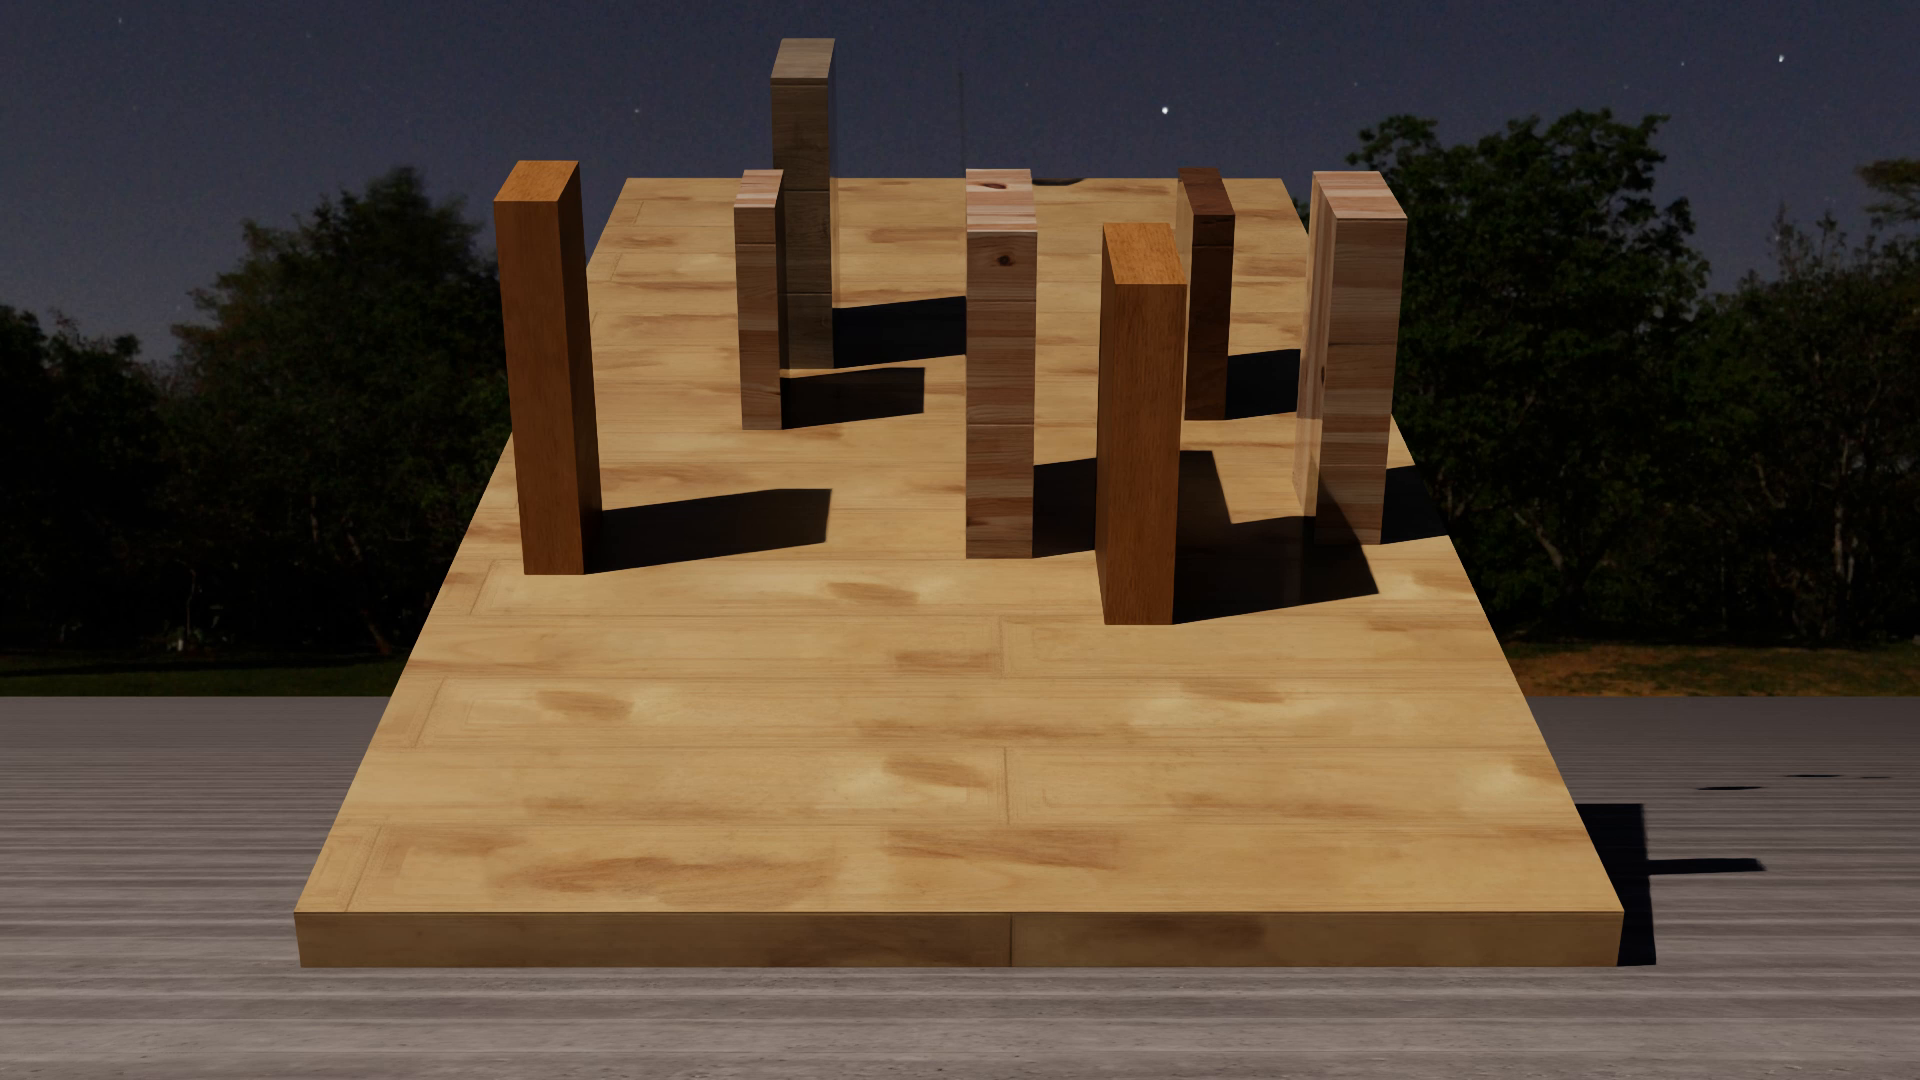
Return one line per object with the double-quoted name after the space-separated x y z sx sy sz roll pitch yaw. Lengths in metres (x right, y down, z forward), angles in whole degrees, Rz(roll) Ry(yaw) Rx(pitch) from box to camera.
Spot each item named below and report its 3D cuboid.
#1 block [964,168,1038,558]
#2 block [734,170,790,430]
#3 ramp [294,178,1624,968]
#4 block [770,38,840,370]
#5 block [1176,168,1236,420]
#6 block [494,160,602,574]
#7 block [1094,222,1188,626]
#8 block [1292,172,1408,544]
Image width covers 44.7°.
0.078 -0.359 4.702 0.131 0.675 0.430 0 25 0 "block"
-0.447 -0.547 5.297 0.089 0.518 0.301 0 25 0 "block"
-0.009 -0.229 5.348 2.000 0.100 4.000 0 25 0 "ramp"
-0.369 -0.818 5.662 0.130 0.708 0.408 0 25 0 "block"
0.557 -0.572 5.398 0.092 0.486 0.381 0 25 0 "block"
-0.795 -0.332 4.542 0.117 0.755 0.276 0 25 0 "block"
0.335 -0.222 4.410 0.126 0.670 0.369 0 25 0 "block"
0.780 -0.368 4.716 0.134 0.682 0.326 0 25 0 "block"
